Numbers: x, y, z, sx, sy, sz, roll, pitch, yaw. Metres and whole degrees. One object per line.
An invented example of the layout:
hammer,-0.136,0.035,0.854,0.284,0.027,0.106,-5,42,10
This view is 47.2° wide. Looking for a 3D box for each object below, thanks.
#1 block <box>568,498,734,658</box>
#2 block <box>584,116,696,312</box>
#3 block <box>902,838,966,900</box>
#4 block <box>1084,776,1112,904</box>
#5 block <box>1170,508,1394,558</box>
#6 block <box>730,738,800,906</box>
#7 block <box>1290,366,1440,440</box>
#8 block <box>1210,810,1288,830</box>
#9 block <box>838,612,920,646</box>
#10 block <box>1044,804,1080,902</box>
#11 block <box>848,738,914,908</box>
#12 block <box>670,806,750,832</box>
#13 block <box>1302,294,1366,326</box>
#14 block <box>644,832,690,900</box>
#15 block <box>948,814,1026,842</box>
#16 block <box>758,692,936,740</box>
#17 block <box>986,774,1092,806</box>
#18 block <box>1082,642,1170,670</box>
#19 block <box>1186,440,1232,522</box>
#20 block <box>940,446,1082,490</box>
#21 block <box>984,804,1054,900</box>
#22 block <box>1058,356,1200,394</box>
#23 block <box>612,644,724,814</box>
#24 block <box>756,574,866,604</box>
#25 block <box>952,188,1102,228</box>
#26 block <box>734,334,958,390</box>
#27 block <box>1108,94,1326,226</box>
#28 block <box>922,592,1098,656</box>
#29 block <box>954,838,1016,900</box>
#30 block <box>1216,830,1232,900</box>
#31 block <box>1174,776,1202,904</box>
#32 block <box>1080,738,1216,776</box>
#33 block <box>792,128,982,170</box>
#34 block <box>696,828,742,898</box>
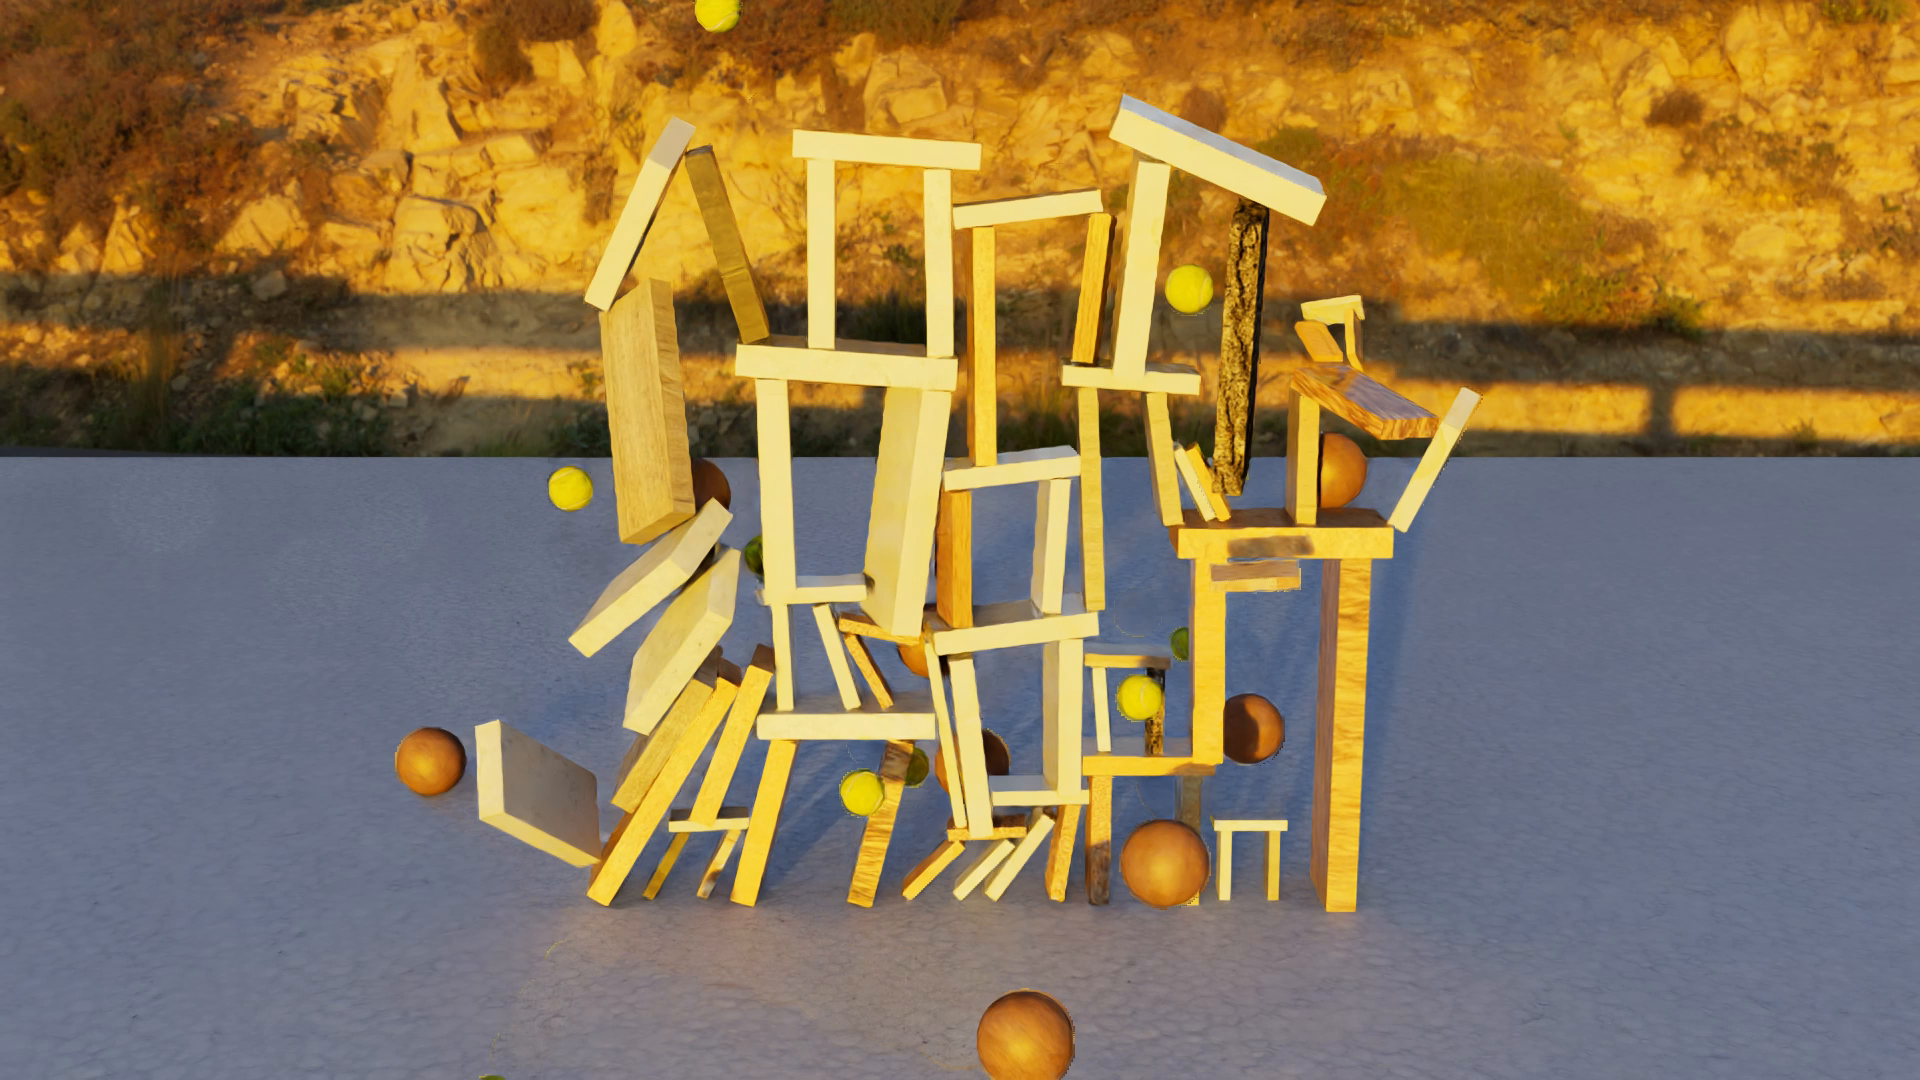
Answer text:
block,-0.489,0.061,3.471,0.309,0.044,0.154,-35,17,42
block,-0.511,-0.519,3.507,0.042,0.294,0.147,26,38,-8
block,-0.043,0.539,3.659,0.129,0.018,0.064,-44,7,8
block,0.229,0.481,3.650,0.031,0.221,0.111,0,10,-1
block,0.513,-0.012,3.541,0.337,0.048,0.168,0,12,0
block,-0.319,0.448,3.651,0.040,0.285,0.143,15,11,-1
block,0.616,-0.211,3.353,0.110,0.031,0.220,-5,27,-31
block,0.478,0.464,3.645,0.120,0.017,0.060,0,11,0
block,-0.132,0.145,3.581,0.131,0.019,0.066,12,8,-4
block,0.170,0.506,3.656,0.024,0.167,0.083,8,11,-6
block,-0.129,0.449,3.646,0.040,0.285,0.143,14,10,-3
block,-0.414,0.461,3.637,0.130,0.018,0.065,-2,12,-4
block,0.595,-0.364,3.504,0.093,0.013,0.046,-7,-37,17
block,-0.485,0.530,3.659,0.018,0.130,0.065,29,9,-6
block,0.045,0.476,3.643,0.129,0.018,0.064,-3,11,1
block,-0.184,0.288,3.616,0.285,0.040,0.143,0,11,0
block,0.129,0.412,3.633,0.167,0.024,0.083,-1,12,-4
block,0.273,0.189,3.595,0.142,0.020,0.071,2,13,5
block,0.399,-0.094,3.524,0.018,0.126,0.063,-26,8,13
block,0.077,-0.116,3.508,0.217,0.031,0.108,-7,12,-5
block,0.098,0.516,3.661,0.024,0.167,0.083,35,9,-6
block,0.267,-0.261,3.481,0.214,0.030,0.107,4,13,-1
block,-0.484,0.306,3.636,0.040,0.279,0.139,30,23,-12
block,-0.243,0.080,3.579,0.176,0.025,0.088,-2,11,-4
block,0.103,-0.518,3.425,0.228,0.032,0.114,-7,11,0
block,-0.182,-0.286,3.503,0.344,0.049,0.172,4,12,-5
block,0.389,-0.580,3.344,0.333,0.047,0.167,23,19,-3
block,0.080,0.135,3.554,0.264,0.037,0.132,-7,13,-8
block,0.041,0.538,3.656,0.018,0.129,0.064,43,10,-5
block,0.438,0.531,3.657,0.017,0.120,0.060,0,11,0
block,0.377,0.480,3.649,0.031,0.221,0.111,0,11,0
block,0.304,0.356,3.624,0.221,0.031,0.111,0,11,0
block,-0.115,-0.612,3.441,0.288,0.041,0.144,4,11,-3
block,-0.400,0.528,3.663,0.018,0.130,0.065,26,8,-8
